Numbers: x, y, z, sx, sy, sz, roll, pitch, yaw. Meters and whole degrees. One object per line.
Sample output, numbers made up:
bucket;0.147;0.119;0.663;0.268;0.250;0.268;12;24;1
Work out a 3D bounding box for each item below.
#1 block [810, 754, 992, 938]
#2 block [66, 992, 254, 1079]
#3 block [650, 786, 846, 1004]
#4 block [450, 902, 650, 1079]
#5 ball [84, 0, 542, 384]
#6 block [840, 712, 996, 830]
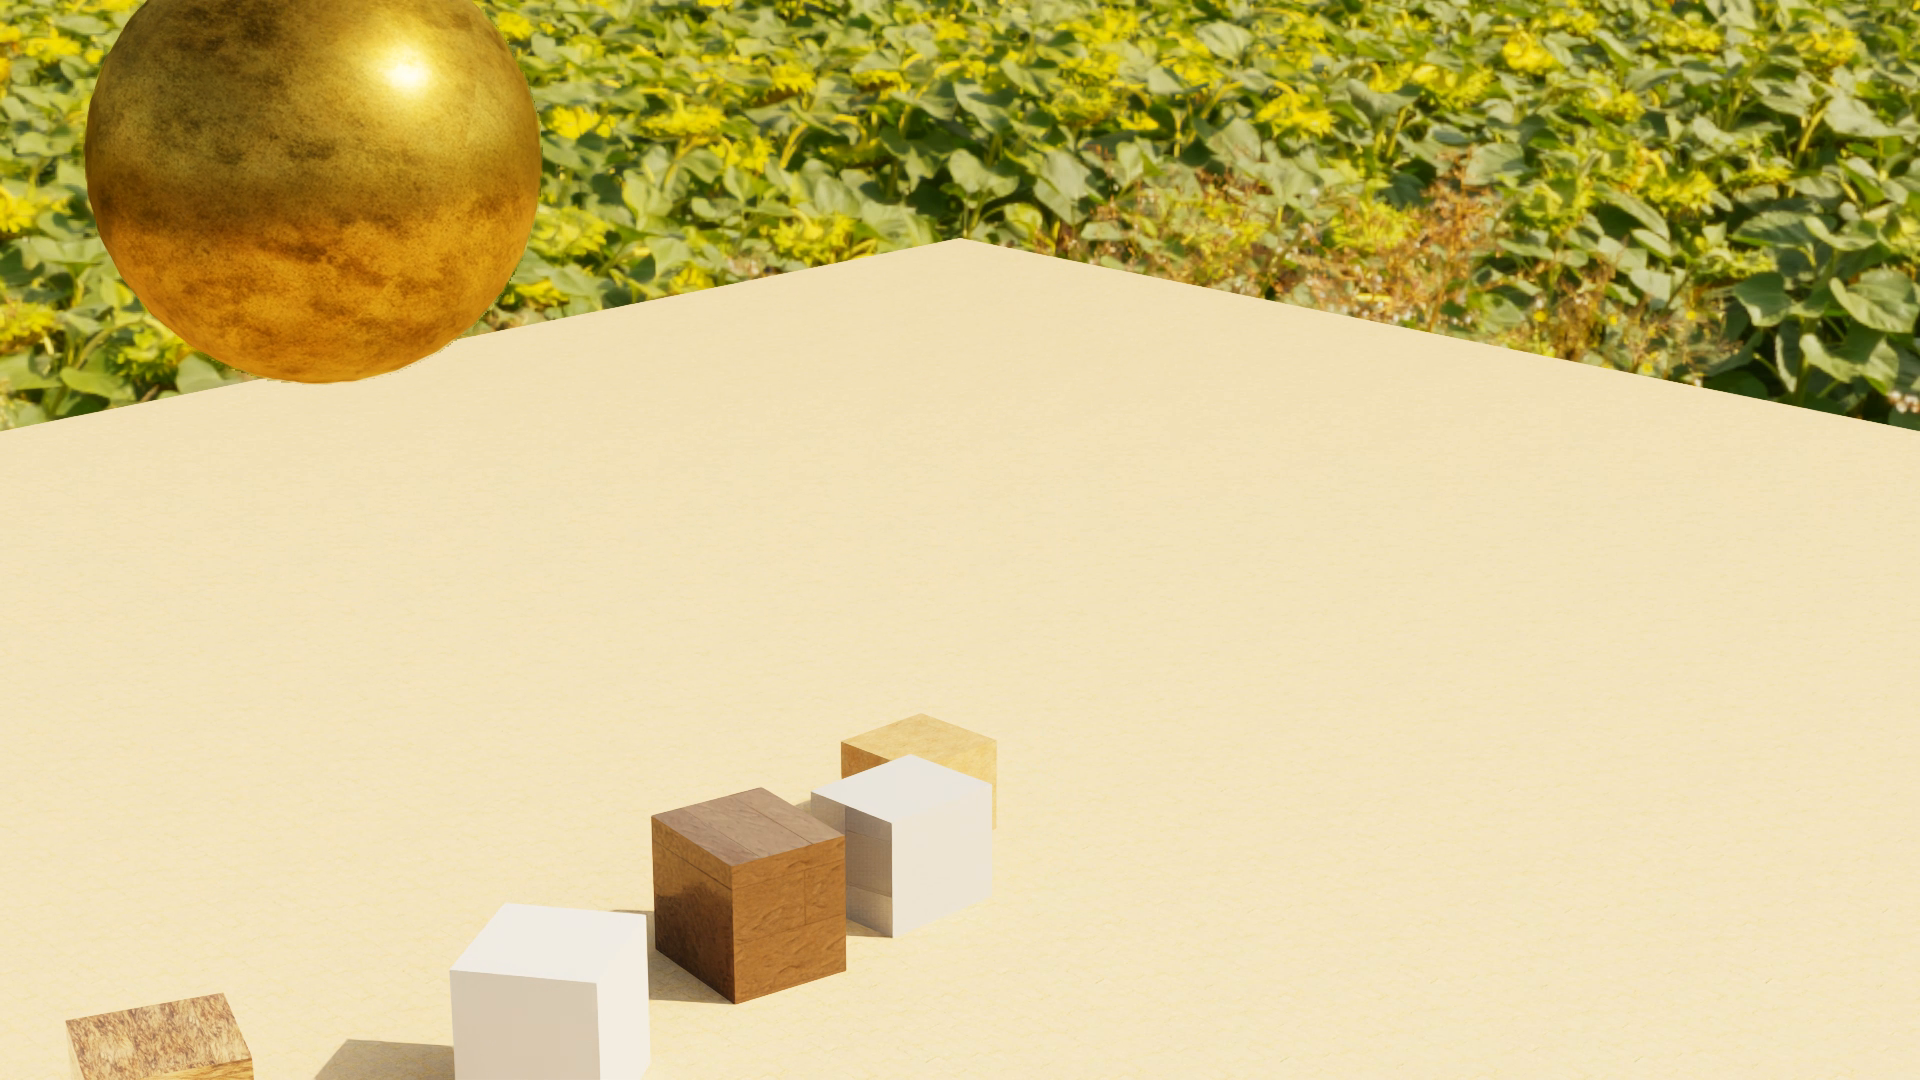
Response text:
block;-0.260;1.360;13.110;0.518;0.544;0.622;16;24;42
block;-2.906;2.089;10.707;0.574;0.594;0.567;-7;19;-23
block;-0.902;1.506;12.509;0.555;0.625;0.662;-12;21;-34
block;-1.579;1.853;11.375;0.581;0.645;0.614;3;18;11
ball;-2.304;-1.359;10.500;1.600;1.600;1.600;0;17;0
block;-0.194;1.162;13.896;0.511;0.451;0.530;17;24;42
